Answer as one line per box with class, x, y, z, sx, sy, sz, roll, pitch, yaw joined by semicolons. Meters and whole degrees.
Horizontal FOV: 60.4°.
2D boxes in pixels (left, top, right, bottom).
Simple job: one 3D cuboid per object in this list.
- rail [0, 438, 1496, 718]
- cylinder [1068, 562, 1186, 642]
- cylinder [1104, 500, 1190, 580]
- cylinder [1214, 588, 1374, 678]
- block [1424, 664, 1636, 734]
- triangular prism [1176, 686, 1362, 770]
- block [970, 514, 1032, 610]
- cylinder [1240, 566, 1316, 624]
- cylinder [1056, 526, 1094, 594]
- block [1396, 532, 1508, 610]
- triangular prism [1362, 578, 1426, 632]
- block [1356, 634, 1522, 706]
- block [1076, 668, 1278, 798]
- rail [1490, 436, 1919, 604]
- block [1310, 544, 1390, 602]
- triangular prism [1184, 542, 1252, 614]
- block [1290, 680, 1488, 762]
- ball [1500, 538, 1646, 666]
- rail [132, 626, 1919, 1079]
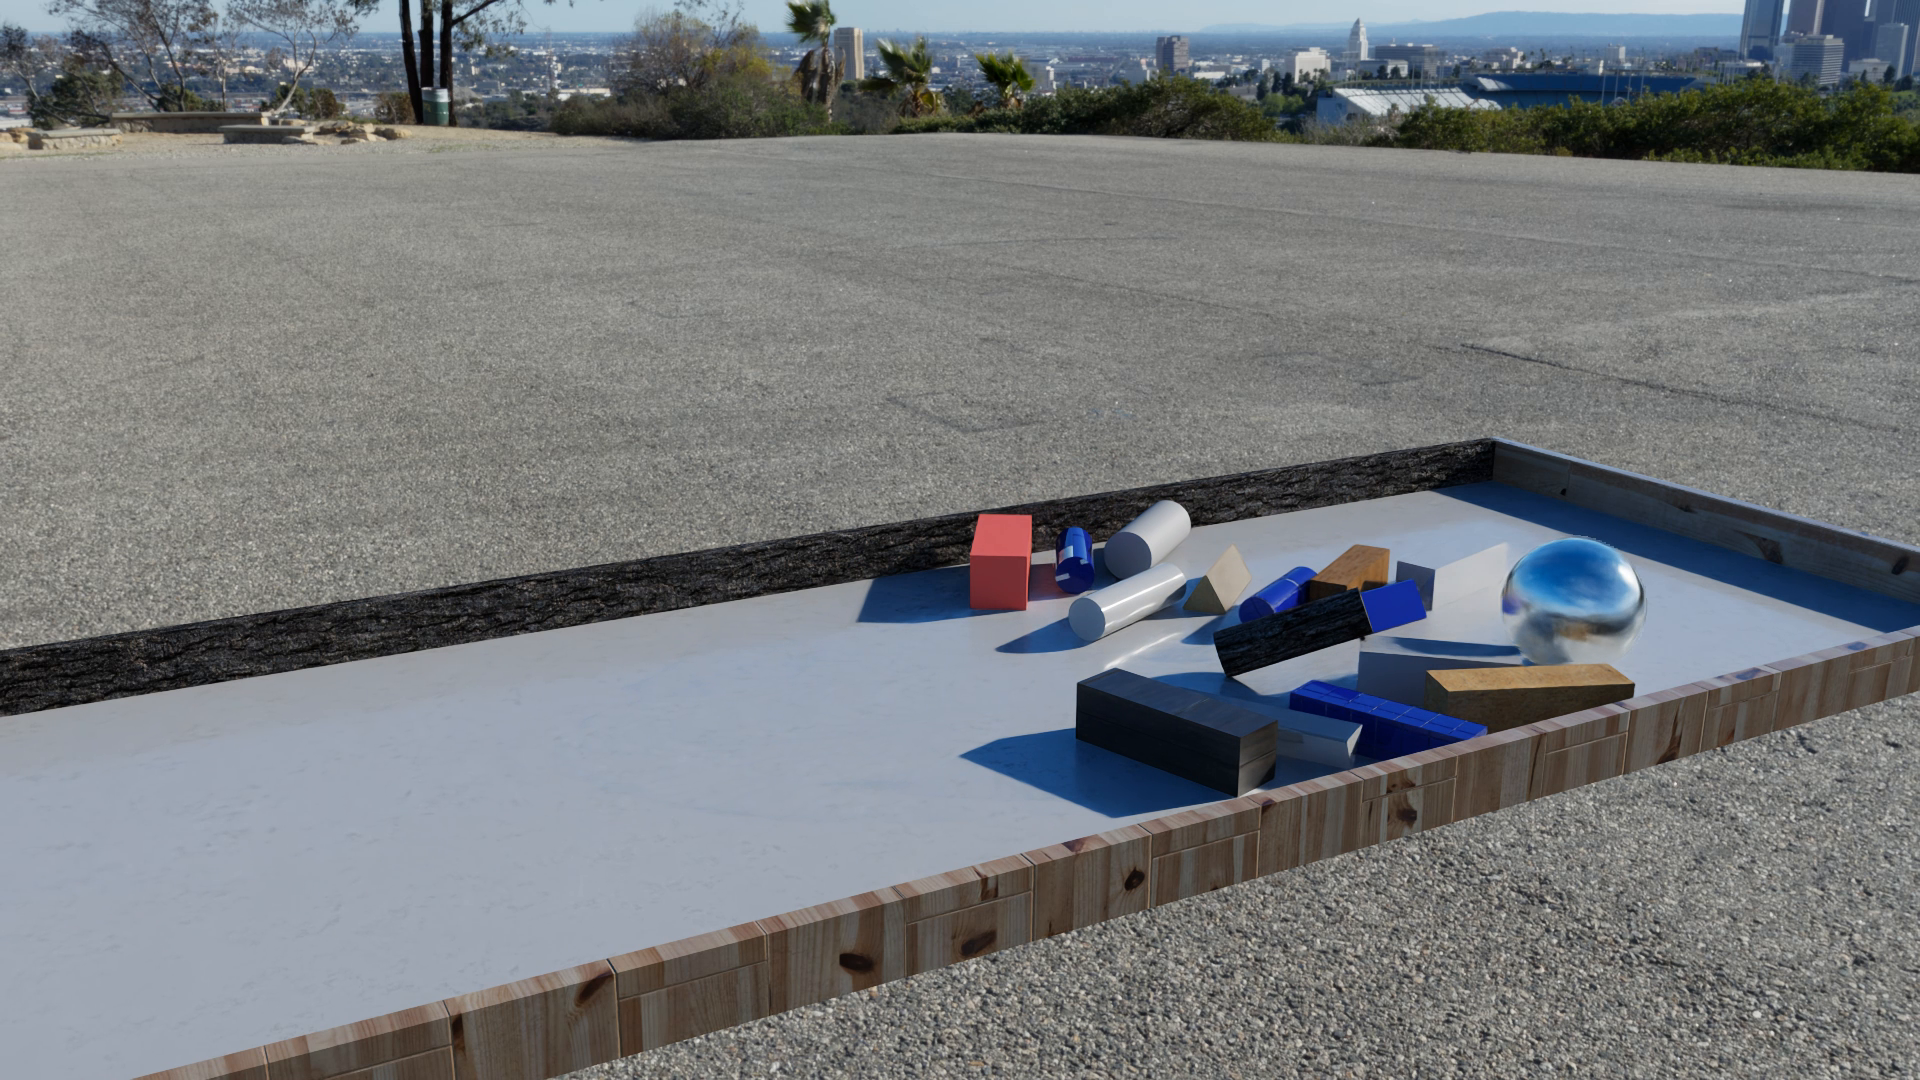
rail;-3.305;0.497;3.399;12.000;0.150;0.050;-9;18;-27
cylinder;0.468;0.168;4.569;0.121;0.121;0.407;13;21;37
cylinder;0.582;-0.002;5.093;0.152;0.152;0.397;7;18;23
cylinder;0.831;0.232;4.121;0.374;0.120;0.120;-19;12;14
block;1.317;0.379;3.830;0.444;0.132;0.132;-2;16;-6
triangular prism;0.679;0.408;3.732;0.444;0.103;0.089;10;50;30
block;0.124;0.060;4.867;0.160;0.160;0.433;1;16;4
cylinder;0.896;0.166;4.606;0.104;0.104;0.336;10;19;32
cylinder;0.344;0.059;4.951;0.115;0.115;0.316;1;16;3
block;1.443;0.089;4.836;0.416;0.122;0.122;-15;22;-42
triangular prism;1.117;0.188;4.532;0.378;0.099;0.114;-12;20;-34
block;1.164;0.325;4.023;0.375;0.127;0.127;4;17;14
block;0.475;0.422;3.675;0.452;0.138;0.138;15;22;42
rail;2.466;-0.048;5.253;0.050;0.150;2.100;-9;18;-27
block;1.127;0.119;4.764;0.105;0.105;0.407;9;19;29
triangular prism;0.754;0.104;4.799;0.124;0.107;0.346;6;17;21
block;0.957;0.428;3.714;0.429;0.104;0.104;14;21;39
ball;1.549;0.167;4.174;0.346;0.346;0.346;0;16;0
rail;-2.336;1.006;1.665;12.000;0.150;0.050;-9;18;-27
